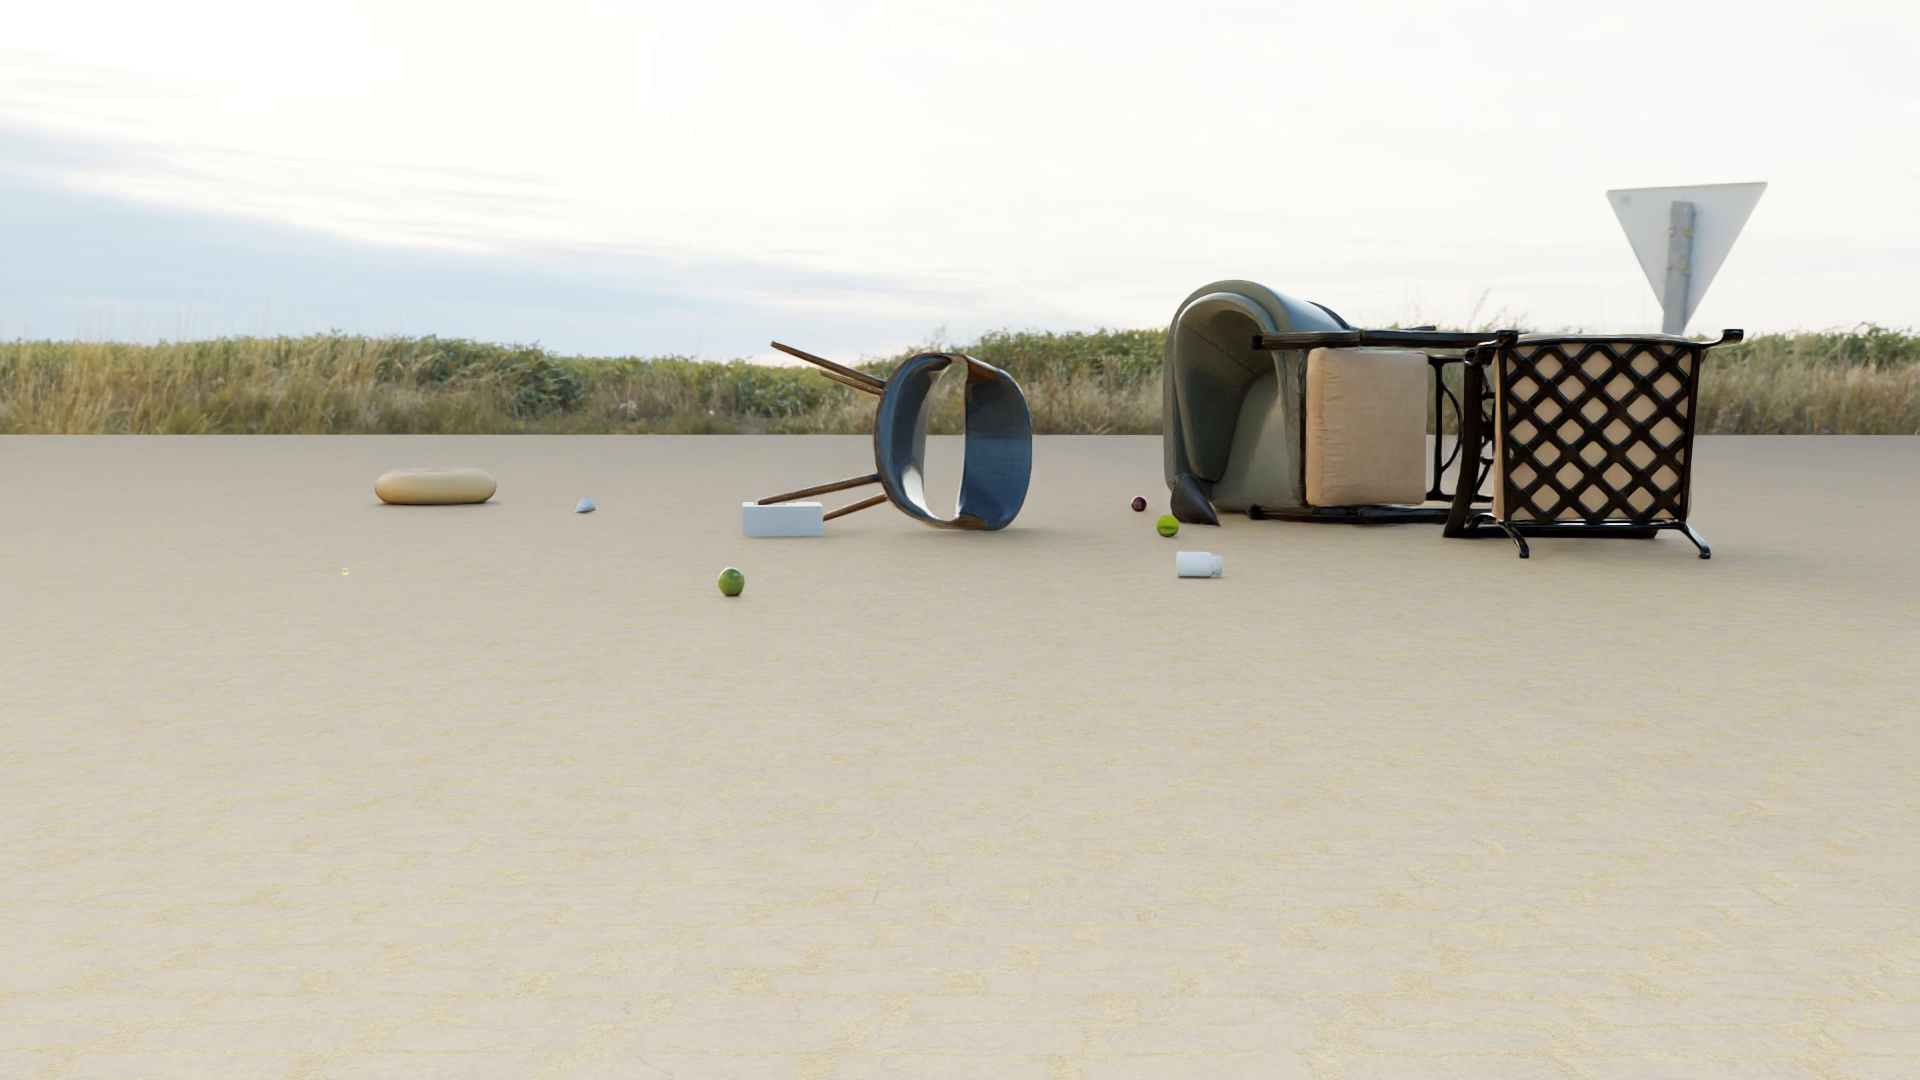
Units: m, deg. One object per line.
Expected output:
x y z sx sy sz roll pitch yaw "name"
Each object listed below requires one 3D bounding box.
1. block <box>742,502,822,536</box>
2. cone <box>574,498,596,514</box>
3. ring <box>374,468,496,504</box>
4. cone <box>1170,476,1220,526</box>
-0.554 -0.067 6.853 0.244 0.091 0.245 0 4 -5 "block"
-1.375 -0.112 7.972 0.107 0.058 0.065 -7 22 48 "cone"
-2.073 -0.212 8.704 0.443 0.129 0.514 3 6 25 "ring"
0.806 -0.092 7.296 0.116 0.178 0.218 -17 33 -22 "cone"
